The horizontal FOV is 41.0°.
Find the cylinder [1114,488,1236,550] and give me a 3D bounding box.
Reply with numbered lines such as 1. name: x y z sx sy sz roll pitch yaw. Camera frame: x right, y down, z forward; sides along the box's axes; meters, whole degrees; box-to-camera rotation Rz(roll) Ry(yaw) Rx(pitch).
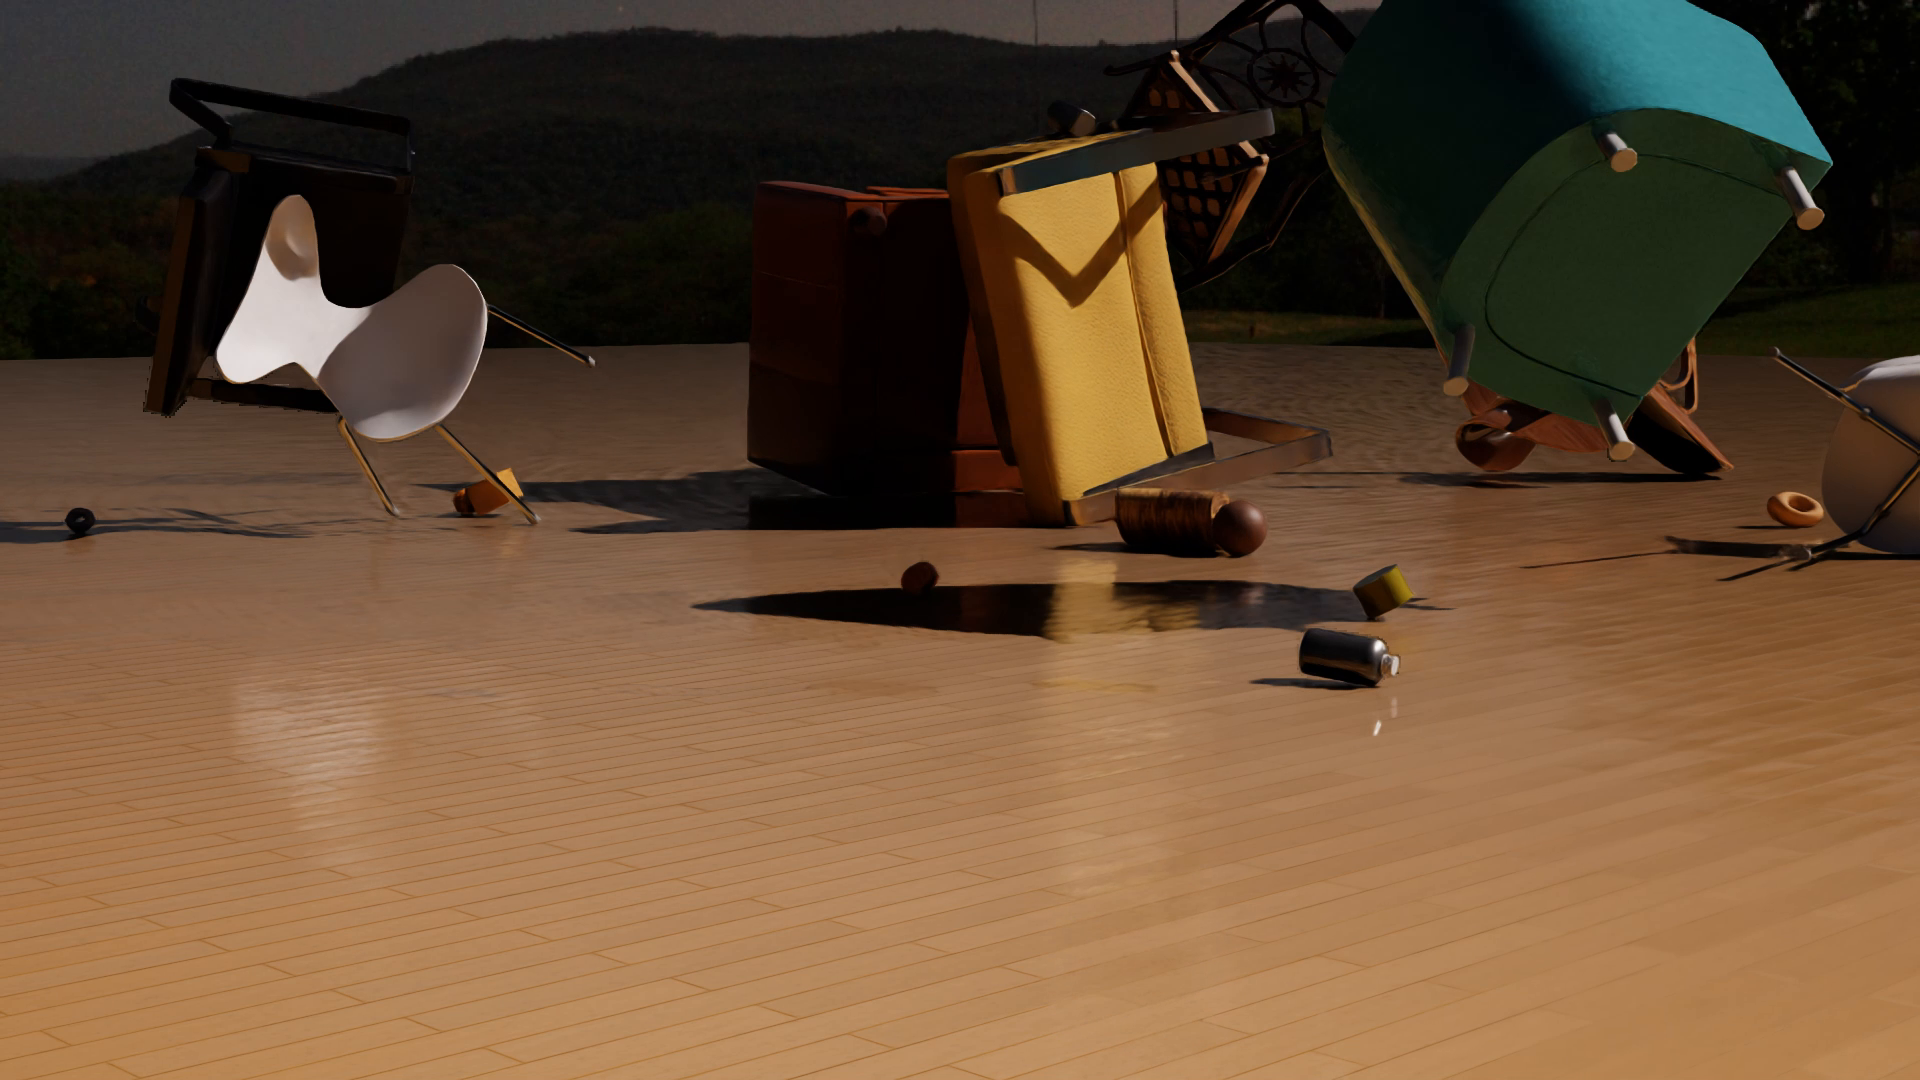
1. cylinder: 0.521 -0.053 6.214 0.247 0.123 0.192 3 -26 26

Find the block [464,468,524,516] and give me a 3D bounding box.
1. block: -1.280 -0.131 7.050 0.103 0.085 0.105 -25 6 14

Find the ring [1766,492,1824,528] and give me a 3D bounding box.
1. ring: 2.192 -0.078 6.734 0.161 0.091 0.060 11 -36 -15

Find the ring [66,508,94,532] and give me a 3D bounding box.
1. ring: -2.268 -0.052 6.614 0.072 0.066 0.033 2 -28 0

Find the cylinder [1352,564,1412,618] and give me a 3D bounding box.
1. cylinder: 0.815 0.099 4.946 0.094 0.065 0.105 -30 3 -17

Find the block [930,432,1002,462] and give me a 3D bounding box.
1. block: 0.021 -0.333 9.214 0.219 0.088 0.132 5 7 38
